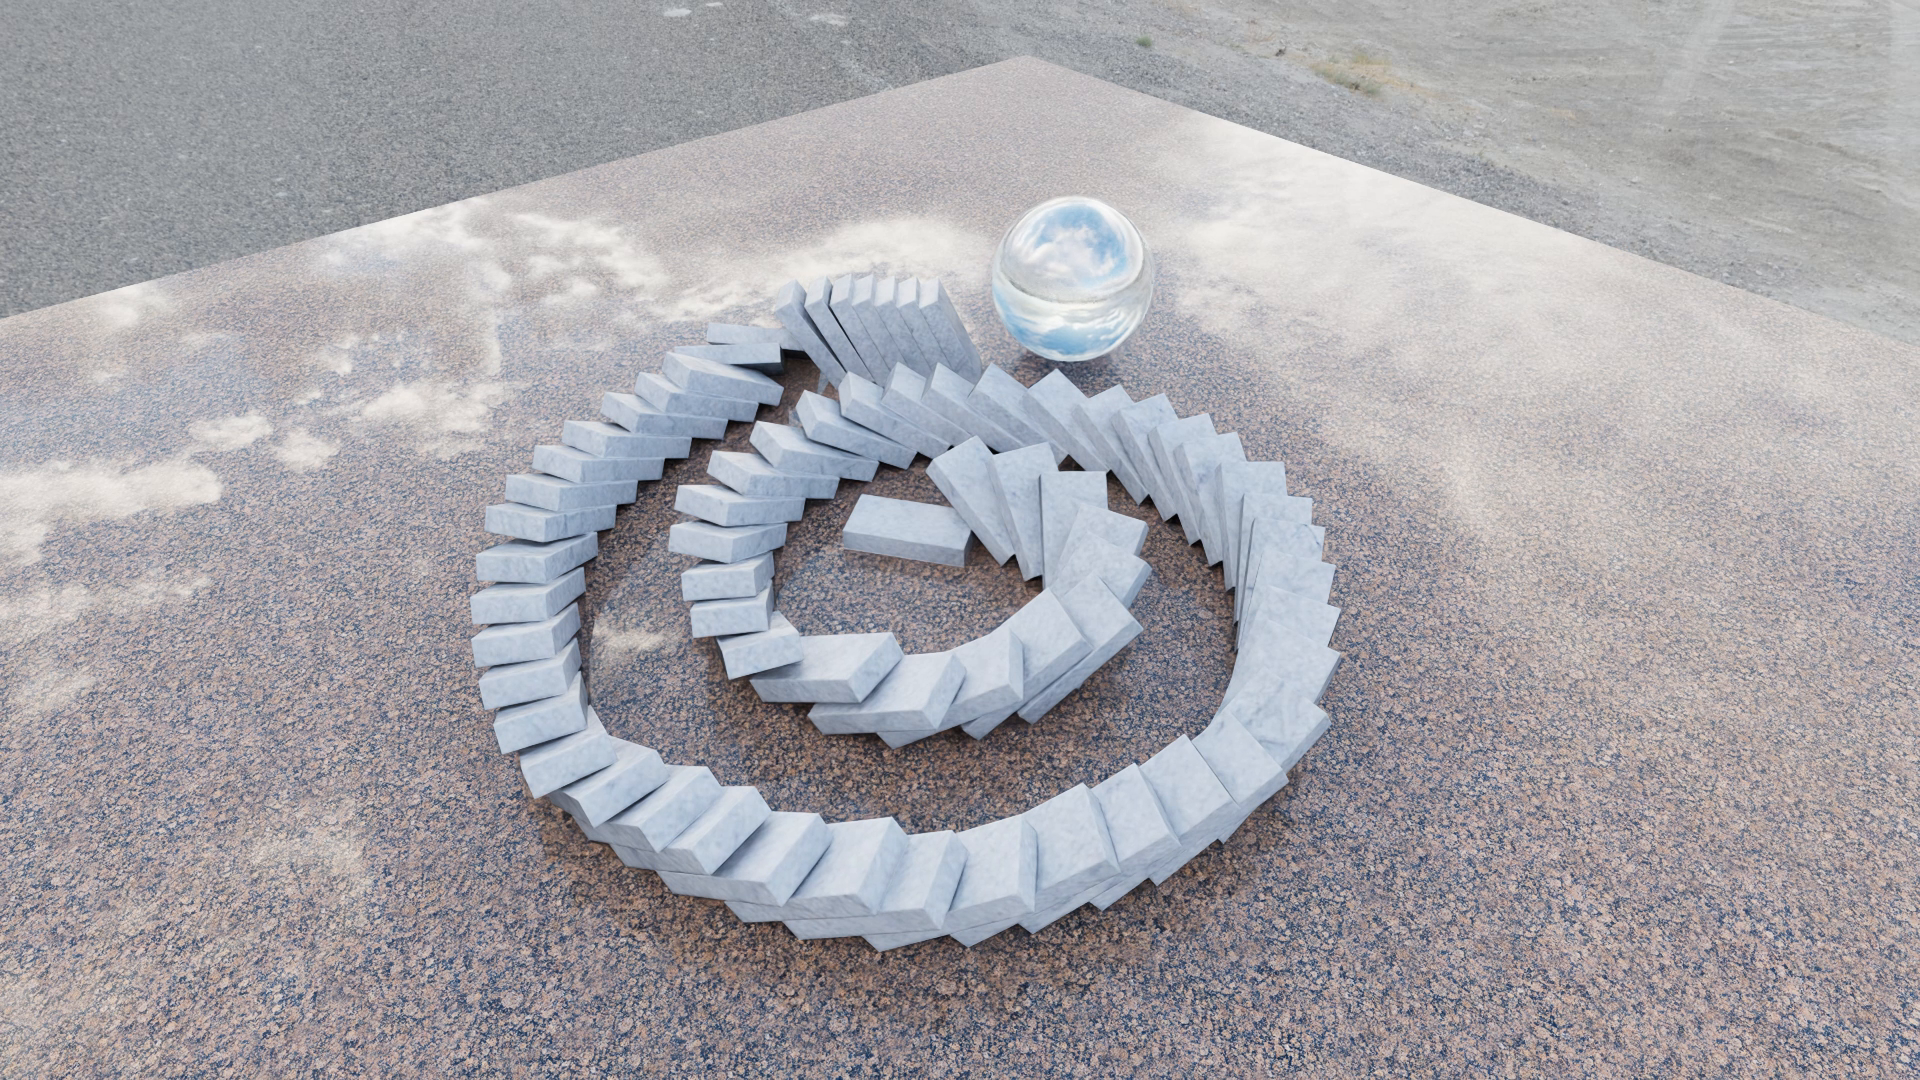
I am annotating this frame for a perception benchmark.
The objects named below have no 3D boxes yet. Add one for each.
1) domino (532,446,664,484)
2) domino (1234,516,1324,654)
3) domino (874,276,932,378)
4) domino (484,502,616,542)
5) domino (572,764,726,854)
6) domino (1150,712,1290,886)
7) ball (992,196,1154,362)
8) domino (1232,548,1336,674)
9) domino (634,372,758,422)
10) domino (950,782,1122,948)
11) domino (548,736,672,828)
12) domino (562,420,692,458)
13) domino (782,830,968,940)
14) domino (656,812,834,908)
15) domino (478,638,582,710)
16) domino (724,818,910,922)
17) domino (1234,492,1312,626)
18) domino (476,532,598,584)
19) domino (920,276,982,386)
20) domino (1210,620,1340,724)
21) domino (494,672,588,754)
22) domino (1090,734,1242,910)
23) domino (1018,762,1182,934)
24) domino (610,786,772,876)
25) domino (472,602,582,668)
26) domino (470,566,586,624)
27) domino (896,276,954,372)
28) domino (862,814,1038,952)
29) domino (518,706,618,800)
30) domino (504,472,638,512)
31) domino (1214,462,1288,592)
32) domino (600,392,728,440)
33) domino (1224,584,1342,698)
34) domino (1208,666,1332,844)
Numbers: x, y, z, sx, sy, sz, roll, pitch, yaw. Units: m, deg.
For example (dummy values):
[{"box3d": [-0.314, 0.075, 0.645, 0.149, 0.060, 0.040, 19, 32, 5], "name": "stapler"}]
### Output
[{"box3d": [-0.151, -0.032, 0.463, 0.025, 0.009, 0.050, 17, 11, 22], "name": "domino"}, {"box3d": [0.116, 0.018, 0.399, 0.025, 0.009, 0.050, 9, 75, 8], "name": "domino"}, {"box3d": [-0.025, -0.100, 0.534, 0.010, 0.050, 0.025, -20, 37, 15], "name": "domino"}, {"box3d": [-0.161, -0.009, 0.435, 0.025, 0.010, 0.050, 10, 9, 12], "name": "domino"}, {"box3d": [-0.093, 0.078, 0.326, 0.050, 0.009, 0.025, -12, 23, 50], "name": "domino"}, {"box3d": [0.070, 0.077, 0.331, 0.050, 0.009, 0.025, -38, 46, 0], "name": "domino"}, {"box3d": [0.056, -0.128, 0.545, 0.080, 0.080, 0.080, 0, 39, 0], "name": "ball"}, {"box3d": [0.113, 0.030, 0.385, 0.025, 0.009, 0.050, 14, 75, 14], "name": "domino"}, {"box3d": [-0.120, -0.065, 0.504, 0.025, 0.009, 0.050, 32, 19, 34], "name": "domino"}, {"box3d": [0.019, 0.092, 0.311, 0.050, 0.009, 0.025, -31, 39, 14], "name": "domino"}, {"box3d": [-0.109, 0.072, 0.333, 0.025, 0.010, 0.050, -32, 14, -31], "name": "domino"}, {"box3d": [-0.143, -0.043, 0.476, 0.025, 0.009, 0.050, 19, 12, 26], "name": "domino"}, {"box3d": [-0.024, 0.096, 0.306, 0.050, 0.009, 0.025, -16, 30, 32], "name": "domino"}, {"box3d": [-0.062, 0.090, 0.314, 0.050, 0.010, 0.025, -10, 27, 40], "name": "domino"}, {"box3d": [-0.143, 0.044, 0.369, 0.025, 0.010, 0.050, -11, 7, -13], "name": "domino"}, {"box3d": [-0.040, 0.093, 0.309, 0.050, 0.010, 0.025, -16, 30, 33], "name": "domino"}, {"box3d": [0.117, 0.008, 0.412, 0.025, 0.010, 0.050, 6, 74, 7], "name": "domino"}, {"box3d": [-0.160, 0.006, 0.419, 0.025, 0.010, 0.050, 2, 11, 3], "name": "domino"}, {"box3d": [-0.004, -0.100, 0.533, 0.009, 0.050, 0.025, -20, 37, 15], "name": "domino"}, {"box3d": [0.100, 0.054, 0.357, 0.025, 0.010, 0.050, 27, 79, 27], "name": "domino"}, {"box3d": [-0.134, 0.055, 0.356, 0.025, 0.009, 0.050, -16, 8, -17], "name": "domino"}, {"box3d": [0.054, 0.083, 0.323, 0.050, 0.010, 0.025, -38, 45, 5], "name": "domino"}, {"box3d": [0.036, 0.088, 0.316, 0.050, 0.009, 0.025, -34, 41, 10], "name": "domino"}, {"box3d": [-0.079, 0.084, 0.320, 0.050, 0.009, 0.025, -14, 22, 46], "name": "domino"}, {"box3d": [-0.150, 0.032, 0.384, 0.025, 0.010, 0.050, -7, 8, -9], "name": "domino"}, {"box3d": [-0.156, 0.020, 0.401, 0.025, 0.009, 0.050, -3, 9, -4], "name": "domino"}, {"box3d": [-0.015, -0.100, 0.534, 0.009, 0.050, 0.025, -20, 37, 15], "name": "domino"}, {"box3d": [-0.003, 0.096, 0.307, 0.050, 0.009, 0.025, -23, 33, 23], "name": "domino"}, {"box3d": [-0.123, 0.065, 0.342, 0.025, 0.009, 0.050, -23, 10, -21], "name": "domino"}, {"box3d": [-0.157, -0.021, 0.449, 0.025, 0.009, 0.050, 12, 10, 17], "name": "domino"}, {"box3d": [0.115, -0.005, 0.428, 0.025, 0.010, 0.050, 0, 74, -4], "name": "domino"}, {"box3d": [-0.132, -0.055, 0.492, 0.025, 0.010, 0.050, 29, 18, 31], "name": "domino"}, {"box3d": [0.107, 0.043, 0.370, 0.025, 0.009, 0.050, 20, 77, 22], "name": "domino"}, {"box3d": [0.088, 0.066, 0.343, 0.050, 0.009, 0.025, -47, 51, -3], "name": "domino"}]
